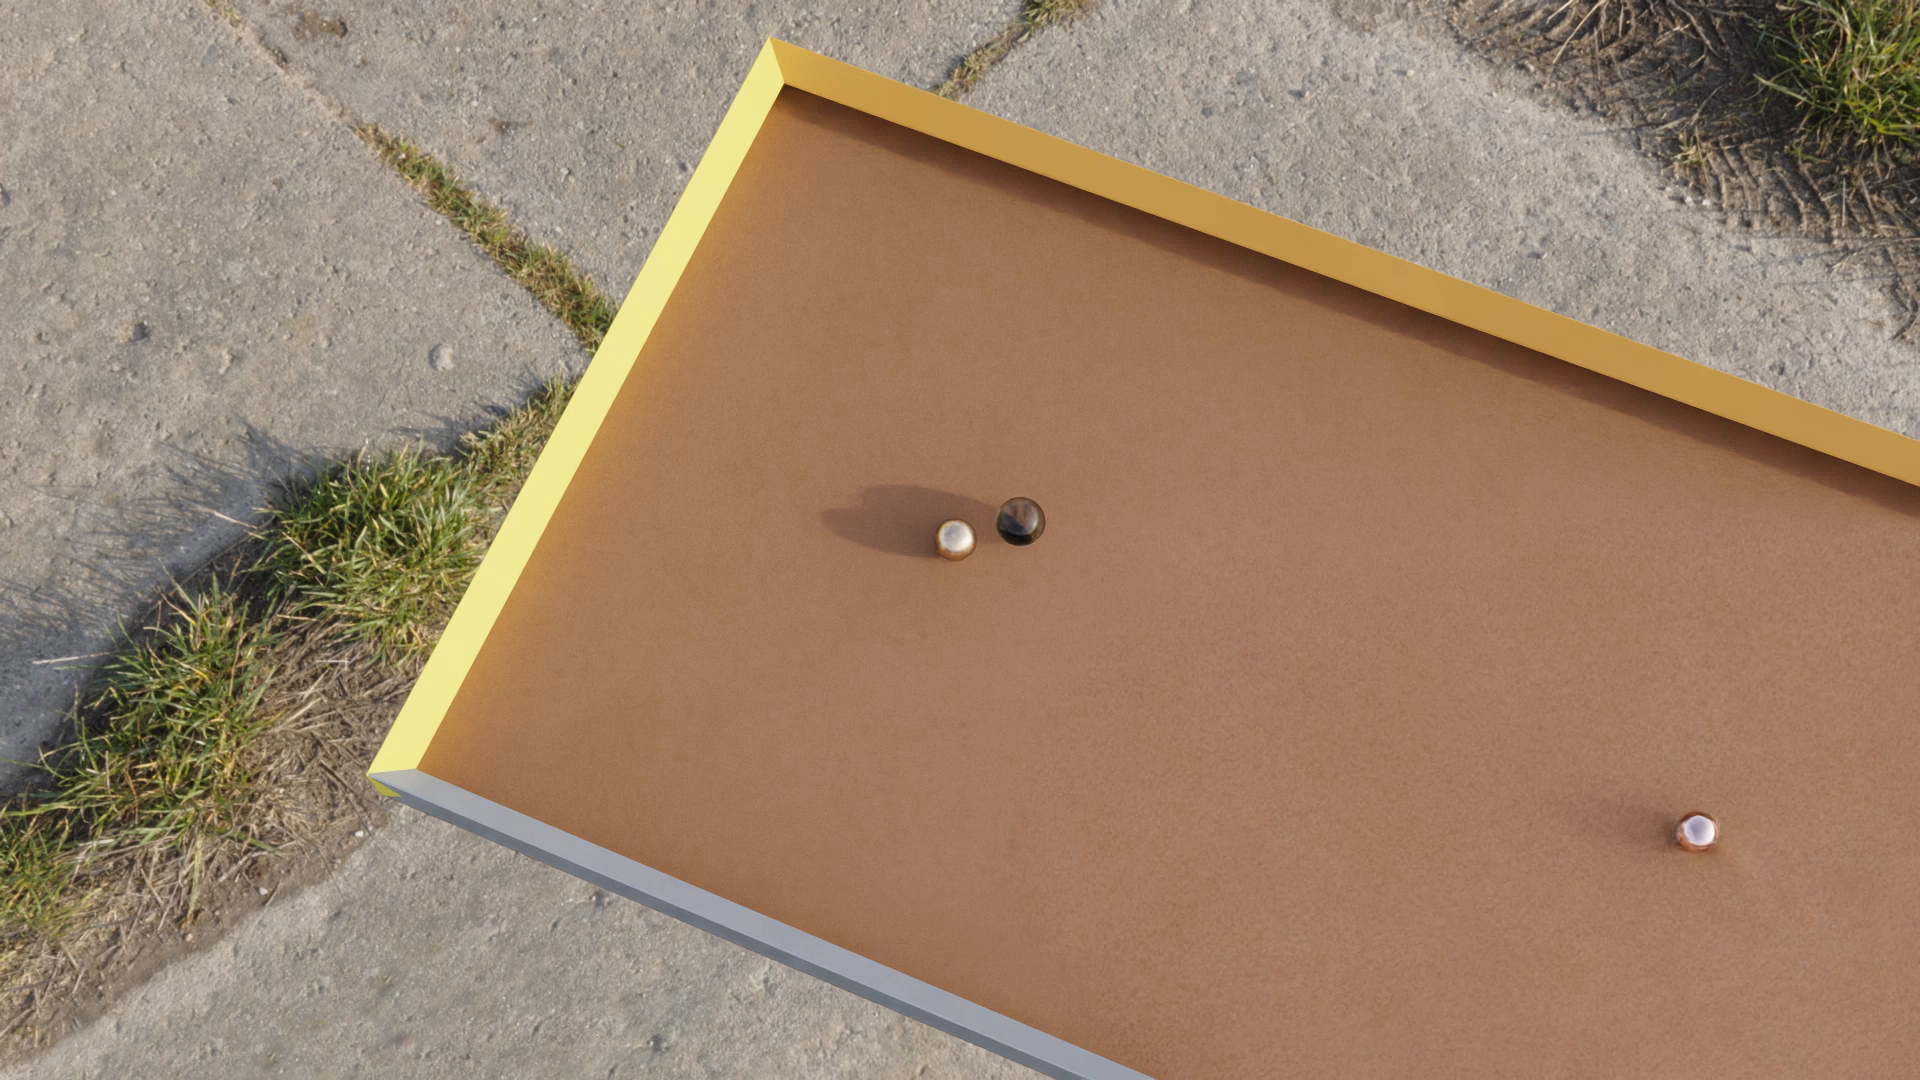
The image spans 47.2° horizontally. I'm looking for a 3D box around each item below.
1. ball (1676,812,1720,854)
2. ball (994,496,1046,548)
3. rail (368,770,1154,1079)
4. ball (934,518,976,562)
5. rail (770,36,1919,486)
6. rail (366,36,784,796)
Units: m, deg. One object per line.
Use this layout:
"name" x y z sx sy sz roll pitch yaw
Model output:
"ball" 1.117 0.443 3.331 0.064 0.064 0.064 0 67 0
"ball" 0.097 -0.029 3.523 0.081 0.081 0.081 0 67 0
"rail" 0.341 0.822 3.145 2.649 0.105 0.045 21 68 9
"ball" -0.007 0.000 3.518 0.069 0.069 0.069 0 67 0
"rail" 0.881 -0.364 3.652 2.649 0.105 0.045 21 68 9
"rail" -0.589 -0.233 3.596 0.045 0.105 1.445 21 68 9
